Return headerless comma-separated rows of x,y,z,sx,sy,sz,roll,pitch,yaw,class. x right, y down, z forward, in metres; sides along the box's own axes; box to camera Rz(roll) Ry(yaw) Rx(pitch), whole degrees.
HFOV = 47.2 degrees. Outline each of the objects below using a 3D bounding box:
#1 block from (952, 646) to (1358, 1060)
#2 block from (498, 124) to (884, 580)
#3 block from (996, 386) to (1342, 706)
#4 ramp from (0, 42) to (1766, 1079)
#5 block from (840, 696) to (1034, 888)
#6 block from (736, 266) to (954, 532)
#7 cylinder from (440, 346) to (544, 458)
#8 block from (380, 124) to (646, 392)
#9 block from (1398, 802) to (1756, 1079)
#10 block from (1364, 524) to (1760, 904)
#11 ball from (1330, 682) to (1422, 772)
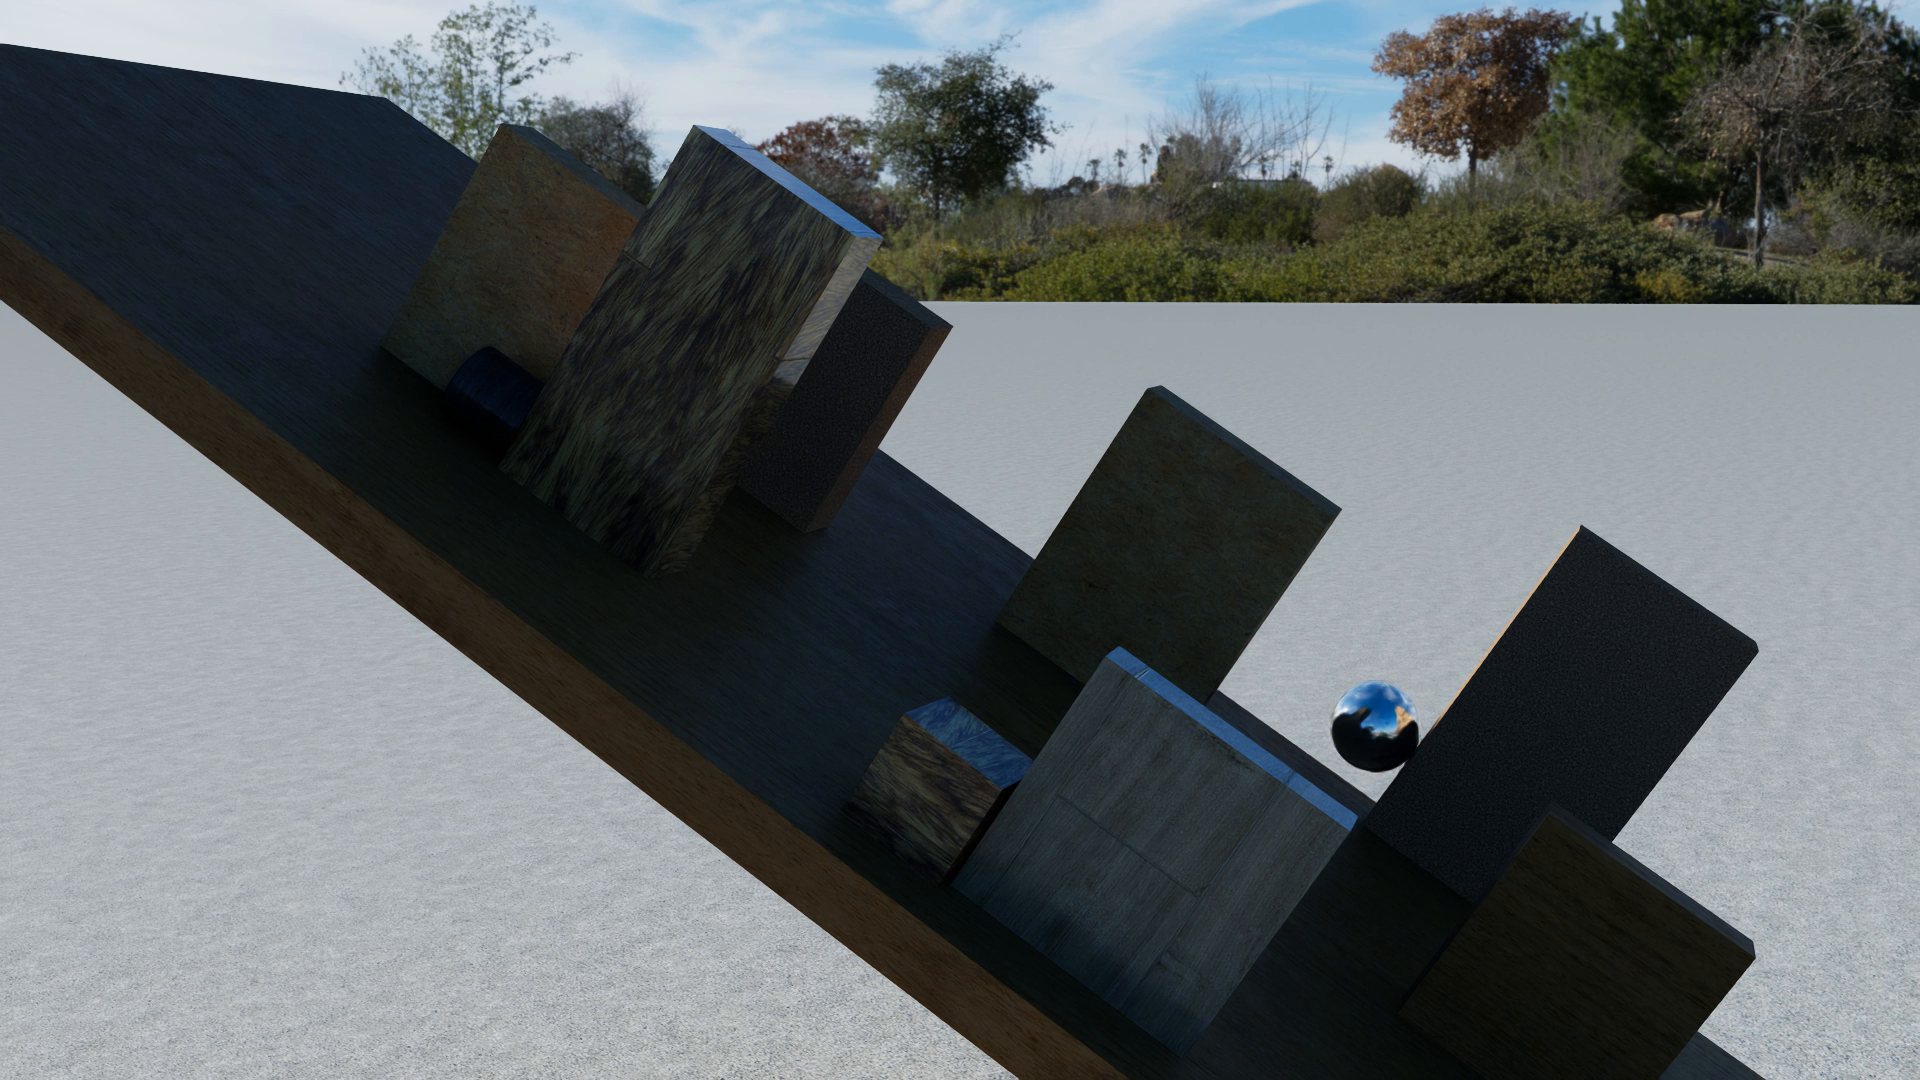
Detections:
0.276,0.449,3.174,0.417,0.420,0.090,36,15,10,block
-0.446,-0.304,3.607,0.326,0.664,0.134,36,15,10,block
0.416,0.051,4.419,0.441,0.567,0.136,36,15,10,block
-0.127,0.214,4.100,4.000,0.100,2.000,36,15,10,ramp
-0.026,0.371,3.268,0.182,0.182,0.182,37,16,15,block
-0.270,-0.295,4.295,0.280,0.476,0.141,36,15,10,block
-0.773,-0.227,3.711,0.144,0.144,0.144,35,14,9,cylinder
-0.757,-0.442,3.822,0.314,0.452,0.111,36,15,10,block
1.045,0.746,3.747,0.400,0.443,0.097,36,15,10,block
1.244,0.407,4.585,0.423,0.768,0.126,36,15,10,block
0.896,0.405,4.748,0.195,0.195,0.195,0,7,0,ball
